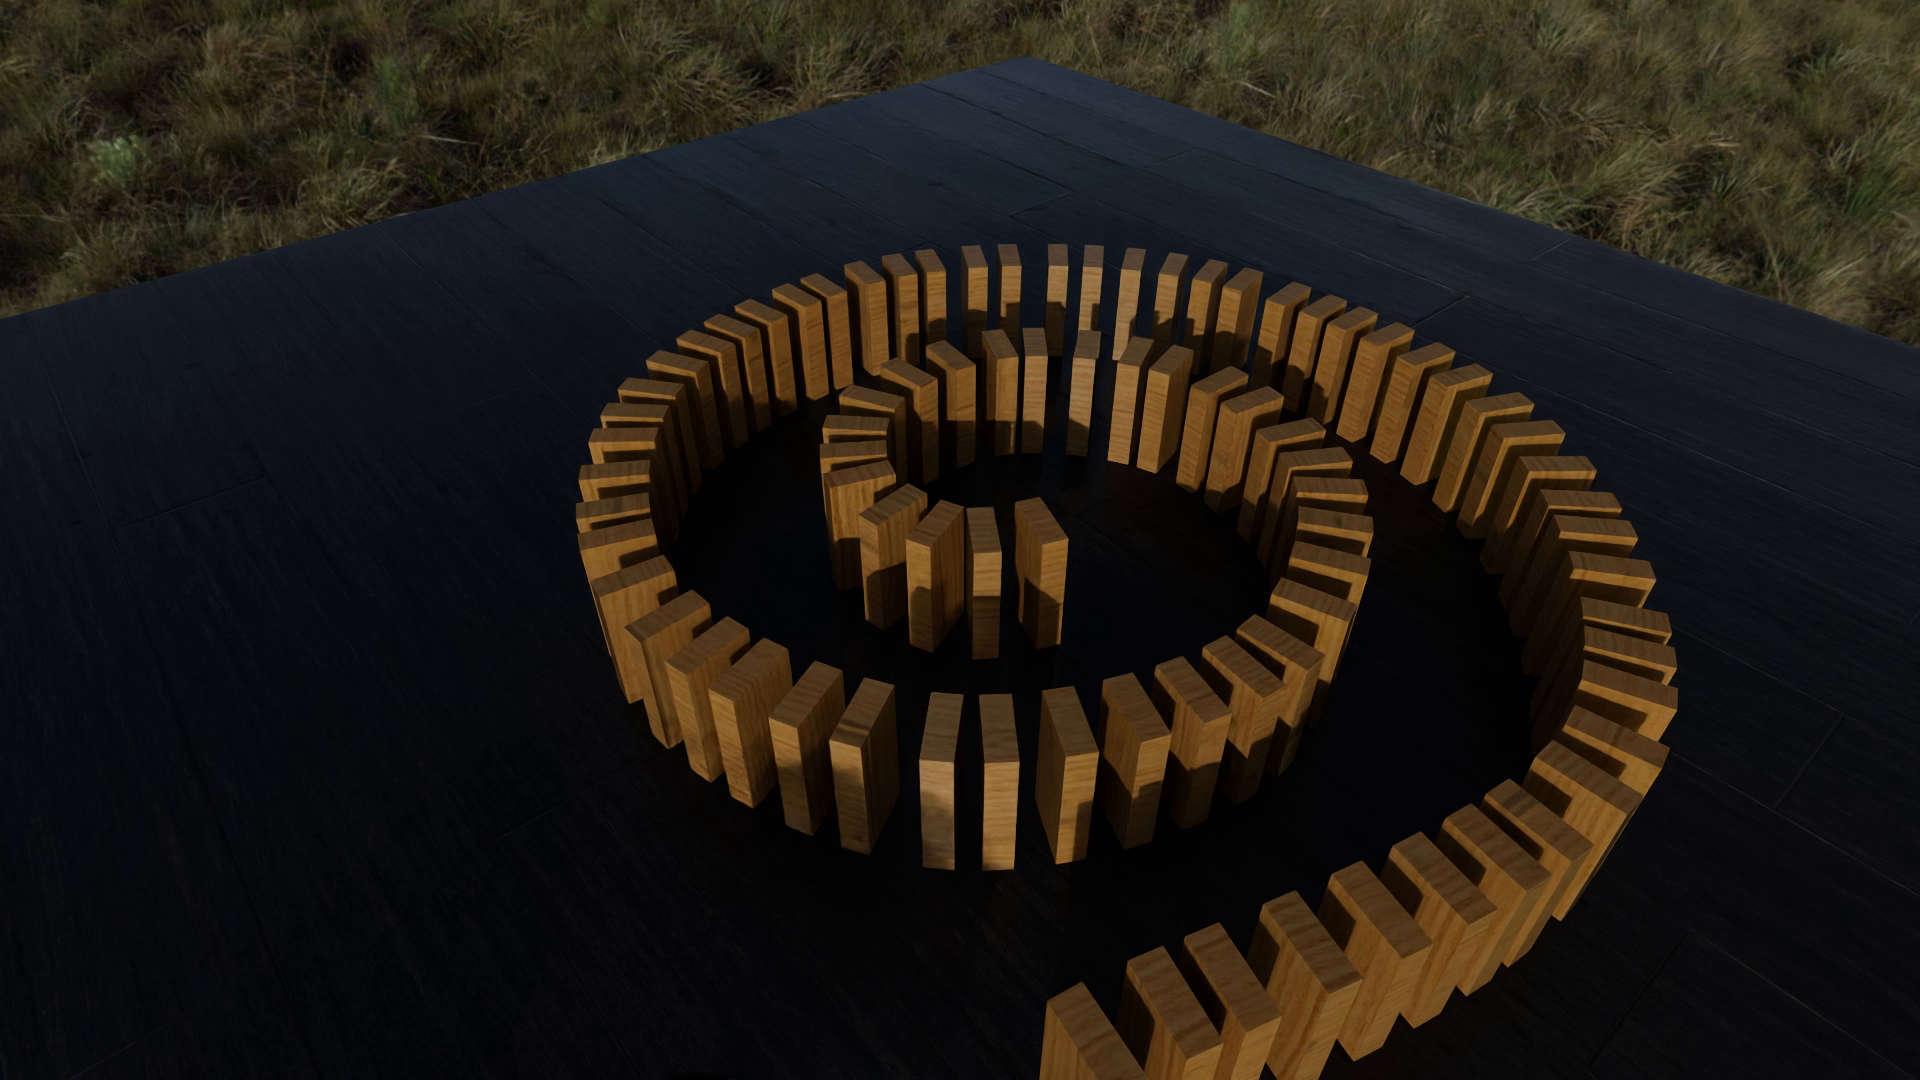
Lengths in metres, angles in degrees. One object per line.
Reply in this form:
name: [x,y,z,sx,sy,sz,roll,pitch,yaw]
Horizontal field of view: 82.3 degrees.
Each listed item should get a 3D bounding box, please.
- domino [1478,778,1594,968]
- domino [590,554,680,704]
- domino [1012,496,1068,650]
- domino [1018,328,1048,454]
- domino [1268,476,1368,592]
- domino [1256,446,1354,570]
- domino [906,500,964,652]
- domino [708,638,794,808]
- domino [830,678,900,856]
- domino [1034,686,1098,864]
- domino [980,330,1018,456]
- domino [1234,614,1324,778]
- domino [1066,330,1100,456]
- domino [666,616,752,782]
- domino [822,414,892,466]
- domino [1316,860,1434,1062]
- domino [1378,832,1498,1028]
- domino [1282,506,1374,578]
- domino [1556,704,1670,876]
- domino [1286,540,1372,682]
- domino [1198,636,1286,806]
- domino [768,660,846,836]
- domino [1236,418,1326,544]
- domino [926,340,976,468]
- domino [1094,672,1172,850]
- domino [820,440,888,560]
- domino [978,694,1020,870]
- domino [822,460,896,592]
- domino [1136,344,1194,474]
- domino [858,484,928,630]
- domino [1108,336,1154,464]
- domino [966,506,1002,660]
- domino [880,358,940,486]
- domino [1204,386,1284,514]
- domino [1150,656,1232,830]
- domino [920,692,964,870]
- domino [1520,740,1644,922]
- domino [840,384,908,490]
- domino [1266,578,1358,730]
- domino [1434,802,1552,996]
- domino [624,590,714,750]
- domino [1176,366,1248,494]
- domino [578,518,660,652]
domino: [0.150,0.091,0.300,0.009,0.050,0.025,-22,44,-25]
domino: [-0.107,0.031,0.374,0.025,0.050,0.010,-22,44,-24]
domino: [0.028,0.012,0.396,0.009,0.050,0.025,-13,41,-15]
domino: [0.032,-0.067,0.493,0.009,0.050,0.025,0,39,0]
domino: [0.133,0.000,0.412,0.025,0.050,0.010,3,39,4]
domino: [0.133,-0.012,0.426,0.025,0.050,0.010,-6,40,-7]
domino: [-0.008,0.013,0.395,0.010,0.050,0.025,18,43,21]
domino: [-0.063,0.057,0.341,0.009,0.050,0.025,22,44,24]
domino: [-0.028,0.068,0.328,0.009,0.050,0.025,12,41,15]
domino: [0.031,0.070,0.326,0.009,0.050,0.025,-7,40,-9]
domino: [0.017,-0.066,0.492,0.009,0.050,0.025,-9,40,-11]
domino: [0.097,0.050,0.350,0.010,0.050,0.025,-31,49,-32]
domino: [0.055,-0.065,0.491,0.009,0.050,0.025,7,40,9]
domino: [-0.077,0.051,0.349,0.010,0.050,0.025,26,46,28]
domino: [-0.040,-0.026,0.443,0.025,0.050,0.010,4,39,4]
domino: [0.101,0.108,0.280,0.009,0.050,0.025,-16,42,-19]
domino: [0.119,0.102,0.287,0.009,0.050,0.025,-18,43,-20]
domino: [0.130,0.012,0.396,0.025,0.050,0.009,9,40,11]
domino: [0.183,0.074,0.321,0.025,0.050,0.010,27,47,29]
domino: [0.123,0.025,0.381,0.025,0.050,0.009,15,42,17]
domino: [0.084,0.057,0.342,0.009,0.050,0.025,-22,44,-25]
domino: [-0.044,0.064,0.334,0.009,0.050,0.025,17,42,20]
domino: [0.128,-0.023,0.440,0.025,0.050,0.009,-13,41,-15]
domino: [-0.004,-0.059,0.484,0.010,0.050,0.025,-22,44,-25]
domino: [0.050,0.067,0.330,0.010,0.050,0.025,-12,41,-14]
domino: [-0.040,-0.015,0.430,0.025,0.050,0.009,-4,39,-5]
domino: [0.011,0.072,0.324,0.009,0.050,0.025,-2,39,-2]
domino: [-0.037,-0.005,0.417,0.025,0.050,0.010,-13,41,-15]
domino: [0.090,-0.057,0.481,0.010,0.050,0.025,22,44,25]
domino: [-0.024,0.007,0.403,0.009,0.050,0.025,30,48,31]
domino: [0.075,-0.062,0.487,0.010,0.050,0.025,14,41,17]
domino: [0.008,0.016,0.392,0.010,0.050,0.025,-3,39,-4]
domino: [-0.021,-0.051,0.473,0.025,0.050,0.010,32,49,33]
domino: [0.117,-0.037,0.457,0.025,0.050,0.009,-21,44,-23]
domino: [0.068,0.062,0.335,0.010,0.050,0.025,-16,42,-19]
domino: [-0.005,0.072,0.324,0.009,0.050,0.025,4,39,5]
domino: [0.169,0.083,0.311,0.009,0.050,0.025,-28,47,-30]
domino: [-0.035,-0.039,0.458,0.025,0.050,0.009,16,42,18]
domino: [0.113,0.038,0.365,0.025,0.050,0.010,22,44,24]
domino: [0.136,0.097,0.294,0.010,0.050,0.025,-20,43,-22]
domino: [-0.091,0.043,0.359,0.025,0.050,0.010,-32,49,-33]
domino: [0.107,-0.047,0.468,0.025,0.050,0.009,-27,46,-29]
domino: [-0.117,0.017,0.390,0.025,0.050,0.009,-13,41,-16]
